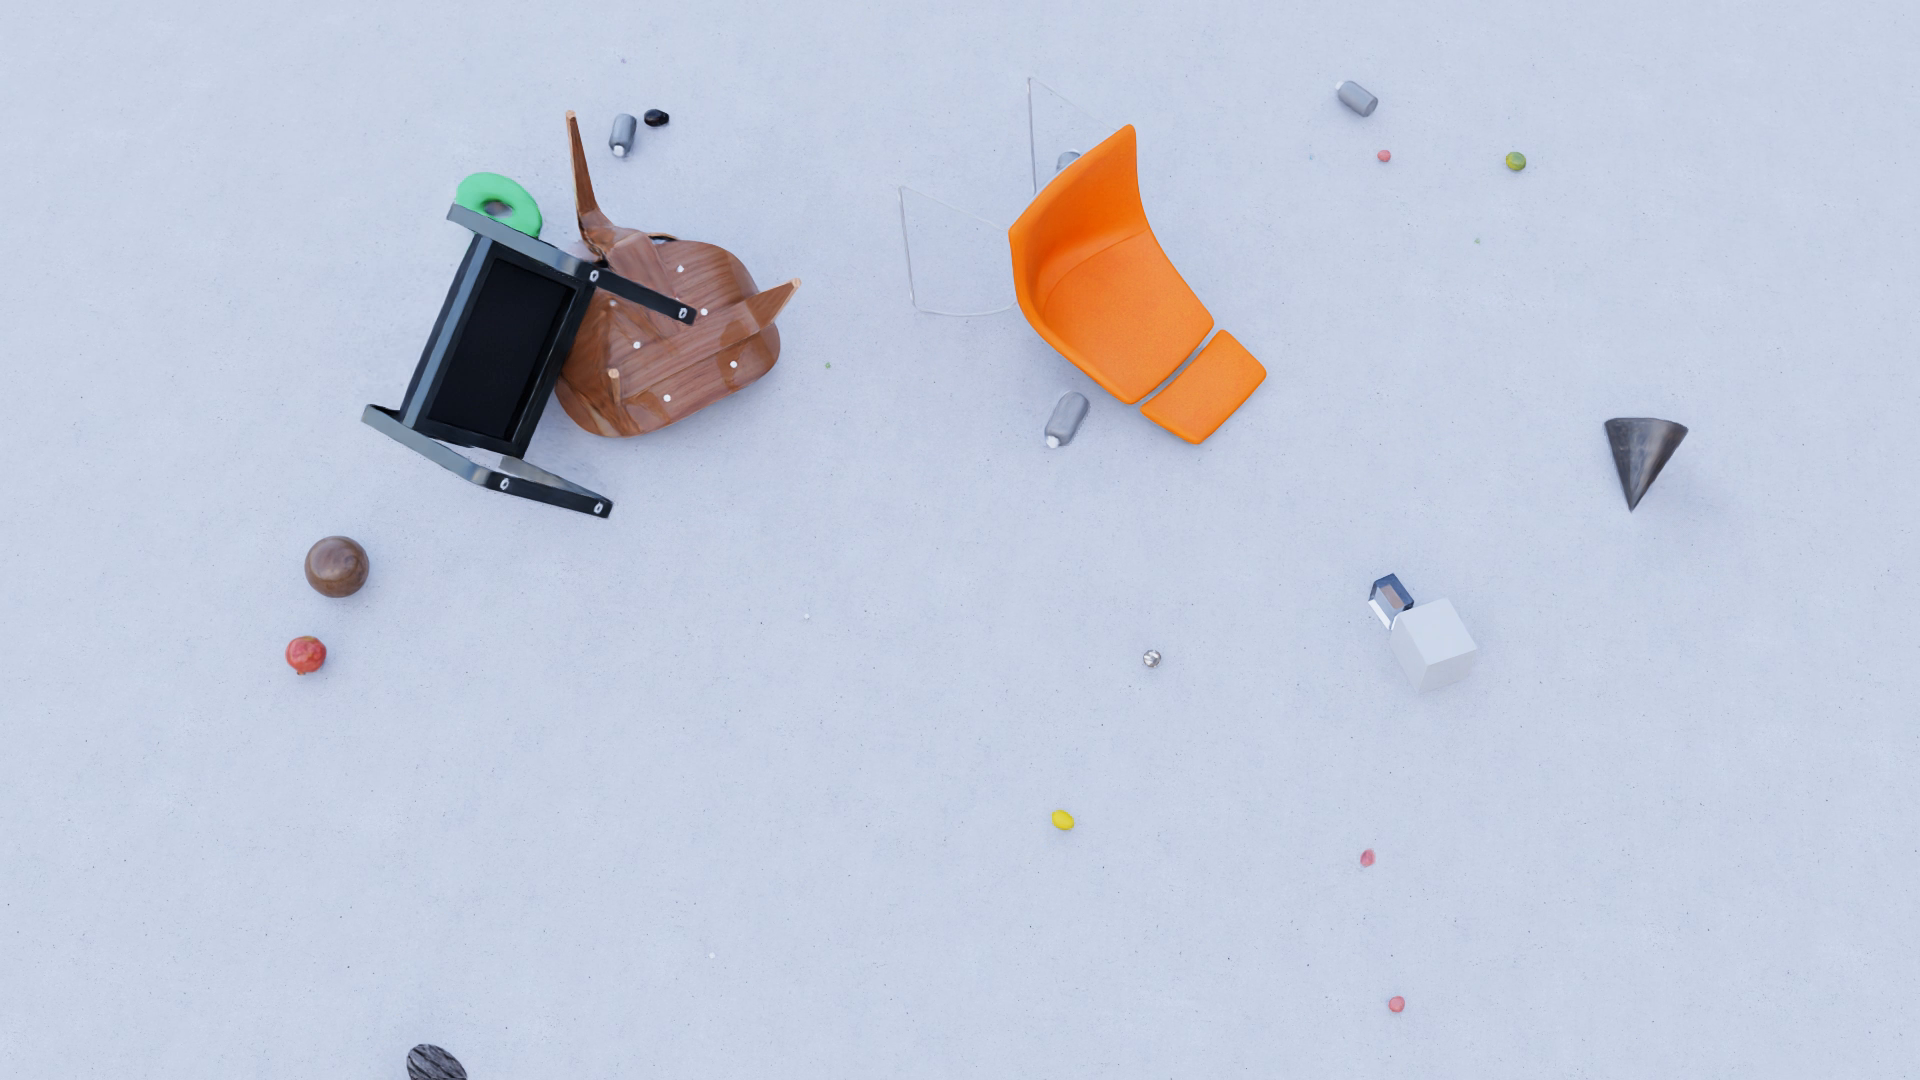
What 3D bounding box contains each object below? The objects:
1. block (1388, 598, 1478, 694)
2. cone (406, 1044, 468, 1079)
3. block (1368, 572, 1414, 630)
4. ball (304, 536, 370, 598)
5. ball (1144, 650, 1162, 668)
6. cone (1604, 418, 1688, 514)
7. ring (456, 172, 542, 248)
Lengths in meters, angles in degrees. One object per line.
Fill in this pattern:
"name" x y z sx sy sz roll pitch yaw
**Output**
"block" 1.348 0.302 6.274 0.157 0.162 0.184 -17 58 -11
"cone" -1.357 1.388 5.602 0.185 0.097 0.178 40 22 -10
"block" 1.252 0.179 6.387 0.067 0.111 0.110 -23 59 -15
"ball" -1.816 0.078 6.410 0.185 0.185 0.185 0 56 0
"ball" 0.552 0.340 6.315 0.052 0.052 0.052 0 56 0
"cone" 2.051 -0.210 6.648 0.204 0.272 0.273 19 79 -33
"ring" -1.522 -1.088 7.253 0.231 0.087 0.361 -38 65 -22
